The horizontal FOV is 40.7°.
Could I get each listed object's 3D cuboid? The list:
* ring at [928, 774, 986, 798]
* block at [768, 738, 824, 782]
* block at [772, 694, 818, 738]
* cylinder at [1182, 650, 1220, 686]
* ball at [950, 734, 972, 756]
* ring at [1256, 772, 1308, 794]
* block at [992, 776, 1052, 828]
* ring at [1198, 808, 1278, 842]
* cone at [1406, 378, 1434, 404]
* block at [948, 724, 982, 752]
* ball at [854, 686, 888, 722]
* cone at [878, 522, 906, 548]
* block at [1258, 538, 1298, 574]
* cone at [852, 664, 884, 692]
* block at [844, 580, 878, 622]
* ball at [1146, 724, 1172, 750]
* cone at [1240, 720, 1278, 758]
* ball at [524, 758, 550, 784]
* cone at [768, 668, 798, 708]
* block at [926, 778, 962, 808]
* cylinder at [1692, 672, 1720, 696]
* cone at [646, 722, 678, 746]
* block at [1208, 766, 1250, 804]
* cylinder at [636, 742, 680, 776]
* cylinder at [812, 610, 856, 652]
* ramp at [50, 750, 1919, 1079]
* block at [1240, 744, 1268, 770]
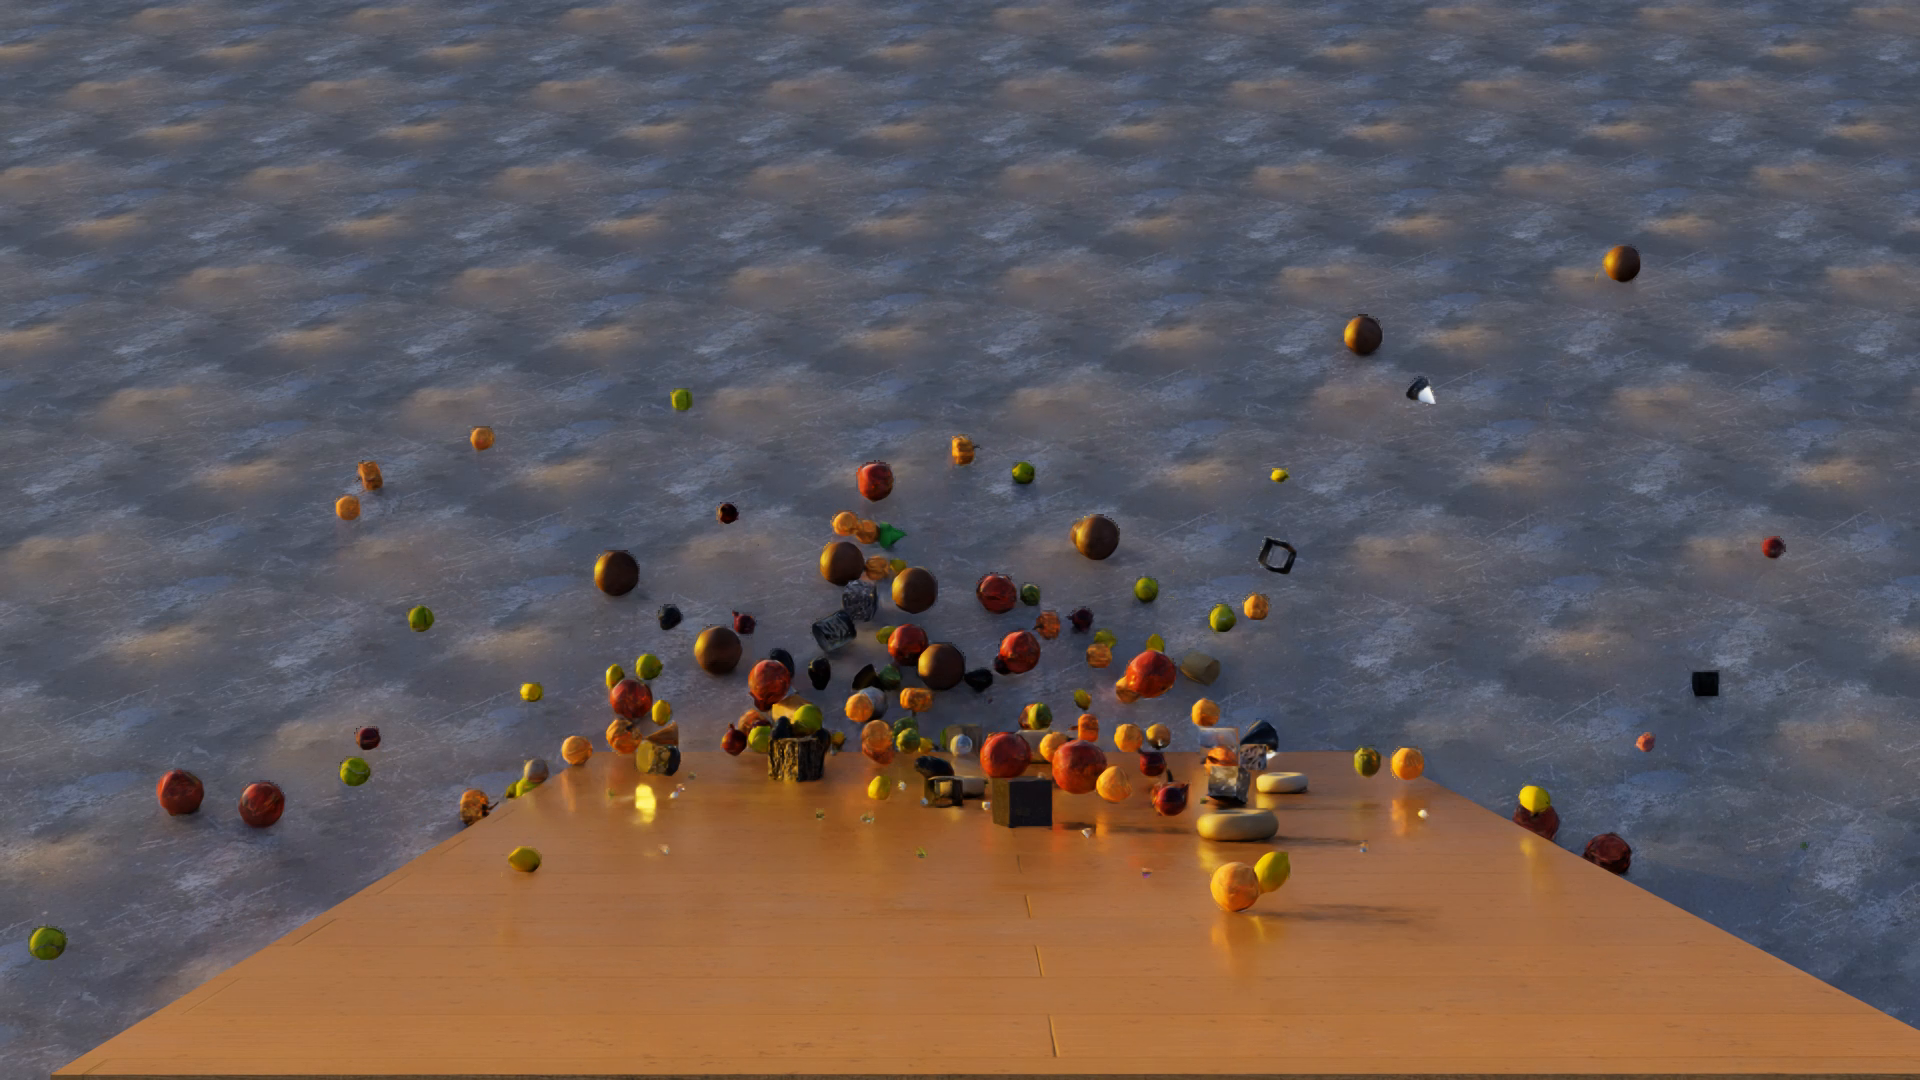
[{"bbox_3d":[-0.009,0.523,5.494,0.126,0.042,0.126,1,-1,0],"label":"ring"},{"bbox_3d":[-0.373,0.499,5.892,0.089,0.089,0.089,0,0,38],"label":"block"},{"bbox_3d":[-0.436,0.469,6.813,0.080,0.080,0.080,-26,54,23],"label":"block"},{"bbox_3d":[0.659,0.349,7.085,0.076,0.076,0.076,-26,38,-37],"label":"cylinder"},{"bbox_3d":[0.003,0.515,6.479,0.056,0.056,0.056,0,30,0],"label":"ball"},{"bbox_3d":[0.695,0.525,5.594,0.113,0.038,0.113,-1,1,0],"label":"ring"},{"bbox_3d":[0.119,0.501,4.961,0.086,0.086,0.086,0,0,-20],"label":"block"},{"bbox_3d":[0.507,0.521,4.725,0.148,0.049,0.148,-1,0,0],"label":"ring"},{"bbox_3d":[1.534,-0.473,8.514,0.089,0.089,0.089,-22,55,-33],"label":"cone"},{"bbox_3d":[0.013,0.508,6.638,0.065,0.065,0.065,-2,4,-38],"label":"block"},{"bbox_3d":[-0.238,0.438,6.914,0.093,0.093,0.093,0,30,0],"label":"ball"},{"bbox_3d":[-0.192,-0.015,7.727,0.077,0.077,0.077,-3,27,-33],"label":"cone"},{"bbox_3d":[0.931,0.048,7.583,0.072,0.072,0.072,13,20,-23],"label":"block"},{"bbox_3d":[-0.234,0.395,7.019,0.083,0.083,0.083,36,43,25],"label":"cone"},{"bbox_3d":[-0.284,0.173,7.389,0.082,0.082,0.082,5,30,8],"label":"block"},{"bbox_3d":[0.517,0.512,6.735,0.066,0.066,0.066,0,30,0],"label":"ball"},{"bbox_3d":[0.711,0.496,6.338,0.096,0.096,0.096,-5,26,-43],"label":"cone"},{"bbox_3d":[-0.950,0.519,5.804,0.056,0.056,0.056,0,30,0],"label":"ball"},{"bbox_3d":[-0.494,0.388,6.964,0.093,0.093,0.093,-26,-7,-4],"label":"cone"},{"bbox_3d":[-0.034,0.518,5.298,0.053,0.053,0.053,0,0,-39],"label":"block"},{"bbox_3d":[2.020,0.389,7.006,0.065,0.065,0.065,-3,28,18],"label":"cylinder"},{"bbox_3d":[-0.761,0.501,6.543,0.079,0.079,0.079,1,27,-23],"label":"cone"},{"bbox_3d":[0.556,0.505,5.342,0.063,0.063,0.063,0,-17,30],"label":"block"},{"bbox_3d":[-0.690,0.500,5.913,0.072,0.072,0.072,11,18,-39],"label":"cylinder"},{"bbox_3d":[-0.351,0.254,7.214,0.090,0.090,0.090,-23,36,-25],"label":"cylinder"},{"bbox_3d":[0.067,0.595,4.651,2.000,0.100,4.000,0,0,0],"label":"ramp"},{"bbox_3d":[0.699,0.516,6.155,0.055,0.055,0.055,0,0,17],"label":"block"}]
